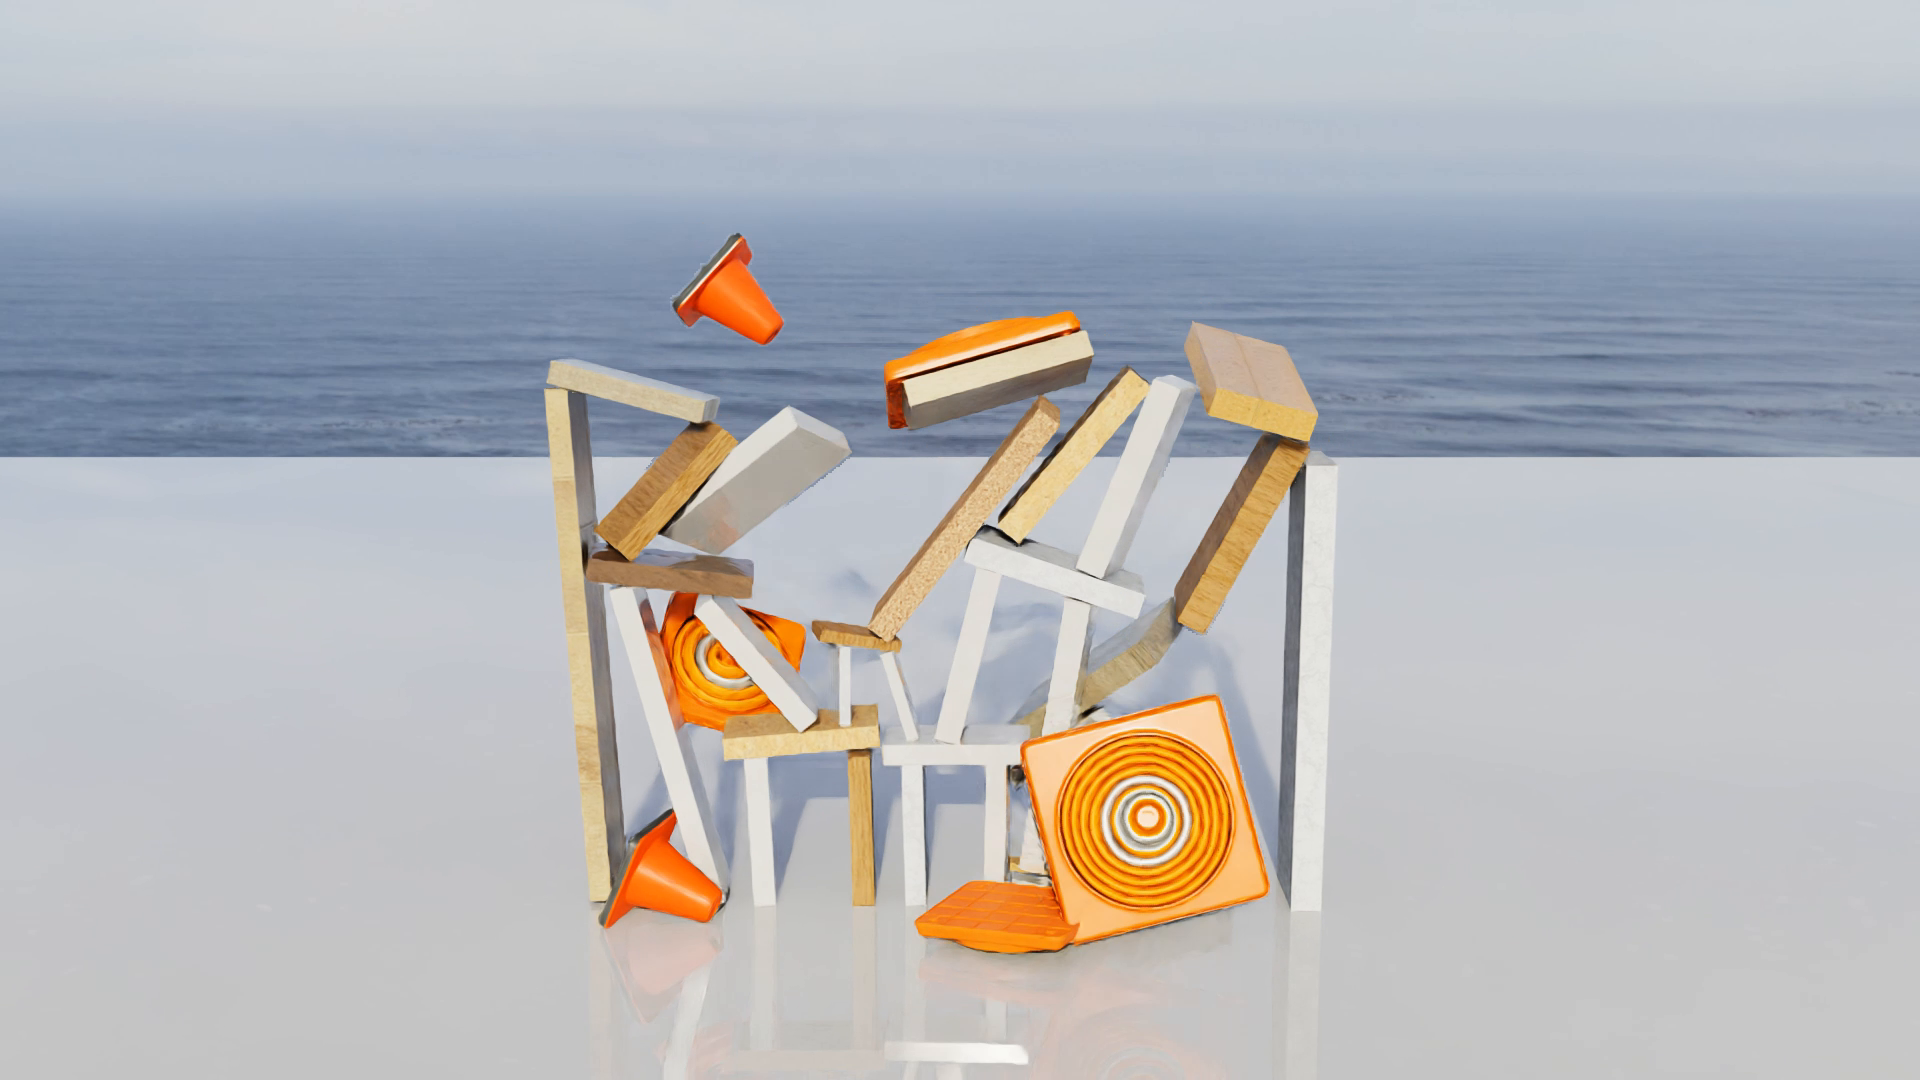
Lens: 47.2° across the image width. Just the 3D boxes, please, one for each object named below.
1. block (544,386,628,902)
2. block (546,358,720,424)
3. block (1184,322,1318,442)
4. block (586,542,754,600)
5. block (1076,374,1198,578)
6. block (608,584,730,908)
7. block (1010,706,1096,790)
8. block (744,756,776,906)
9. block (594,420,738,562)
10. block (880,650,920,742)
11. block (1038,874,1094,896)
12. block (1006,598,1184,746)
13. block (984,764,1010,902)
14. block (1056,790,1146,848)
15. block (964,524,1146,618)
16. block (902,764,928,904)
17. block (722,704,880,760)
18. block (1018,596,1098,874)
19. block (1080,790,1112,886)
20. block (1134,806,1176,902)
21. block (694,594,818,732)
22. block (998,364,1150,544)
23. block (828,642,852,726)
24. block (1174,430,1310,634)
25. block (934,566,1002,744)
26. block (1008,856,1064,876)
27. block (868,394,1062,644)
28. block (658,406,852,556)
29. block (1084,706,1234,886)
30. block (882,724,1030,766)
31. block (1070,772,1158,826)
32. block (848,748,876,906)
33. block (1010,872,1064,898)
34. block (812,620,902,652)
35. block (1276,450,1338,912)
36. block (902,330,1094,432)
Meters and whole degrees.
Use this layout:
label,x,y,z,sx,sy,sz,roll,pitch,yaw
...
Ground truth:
label,x,y,z,sx,sy,sz,roll,pitch,yaw
block,-0.613,0.167,3.621,0.036,0.842,0.128,-3,7,4
block,-0.525,-0.242,3.553,0.256,0.036,0.128,15,8,3
block,0.460,-0.256,3.506,0.163,0.046,0.326,14,22,-7
block,-0.466,0.049,3.554,0.262,0.037,0.131,7,11,-6
block,0.286,-0.104,3.536,0.046,0.326,0.163,24,12,12
block,-0.474,0.325,3.614,0.037,0.550,0.131,-15,11,1
block,0.163,0.364,3.908,0.197,0.028,0.099,-42,-10,-6
block,-0.331,0.465,3.647,0.036,0.252,0.126,-4,11,-5
block,-0.476,-0.086,3.550,0.036,0.256,0.128,45,-8,-27
block,-0.097,0.249,3.605,0.019,0.151,0.068,-16,9,4
block,0.177,0.571,3.669,0.090,0.013,0.045,14,7,-2
block,0.234,0.237,3.832,0.346,0.049,0.173,-37,6,35
block,0.062,0.470,3.657,0.034,0.238,0.119,2,9,4
block,0.230,0.488,3.848,0.197,0.099,0.028,-6,12,33
block,0.153,0.047,3.571,0.292,0.041,0.146,18,11,-2
block,-0.074,0.472,3.650,0.034,0.238,0.119,-1,10,2
block,-0.260,0.315,3.622,0.252,0.036,0.126,-5,12,-2
block,0.166,0.309,3.632,0.041,0.460,0.146,11,11,9
block,0.230,0.504,3.714,0.020,0.143,0.072,-18,-37,23
block,0.325,0.521,3.651,0.020,0.143,0.072,-18,11,0
block,-0.331,0.188,3.589,0.037,0.262,0.131,-39,12,5
block,0.184,-0.142,3.567,0.046,0.326,0.163,40,7,-3
block,-0.196,0.229,3.582,0.019,0.135,0.067,-4,15,-18
block,0.455,-0.029,3.570,0.049,0.346,0.173,27,16,-4
block,0.017,0.175,3.602,0.041,0.292,0.146,14,11,1
block,0.126,0.545,3.672,0.090,0.013,0.045,7,8,-2
block,0.008,-0.036,3.556,0.043,0.448,0.152,37,12,-5
block,-0.339,-0.092,3.577,0.303,0.043,0.152,-36,-30,19
block,0.338,0.437,3.783,0.028,0.099,0.360,-26,51,-25
block,-0.004,0.337,3.624,0.238,0.034,0.119,-1,10,2
block,0.263,0.452,3.783,0.143,0.072,0.020,-21,4,33
block,-0.163,0.465,3.649,0.036,0.252,0.126,-2,11,-1
block,0.129,0.574,3.664,0.090,0.013,0.045,12,7,-2
block,-0.168,0.156,3.572,0.135,0.019,0.067,9,10,-18
block,0.567,0.229,3.603,0.049,0.734,0.173,0,11,0
block,0.058,-0.255,3.547,0.303,0.043,0.152,-16,-11,-6
